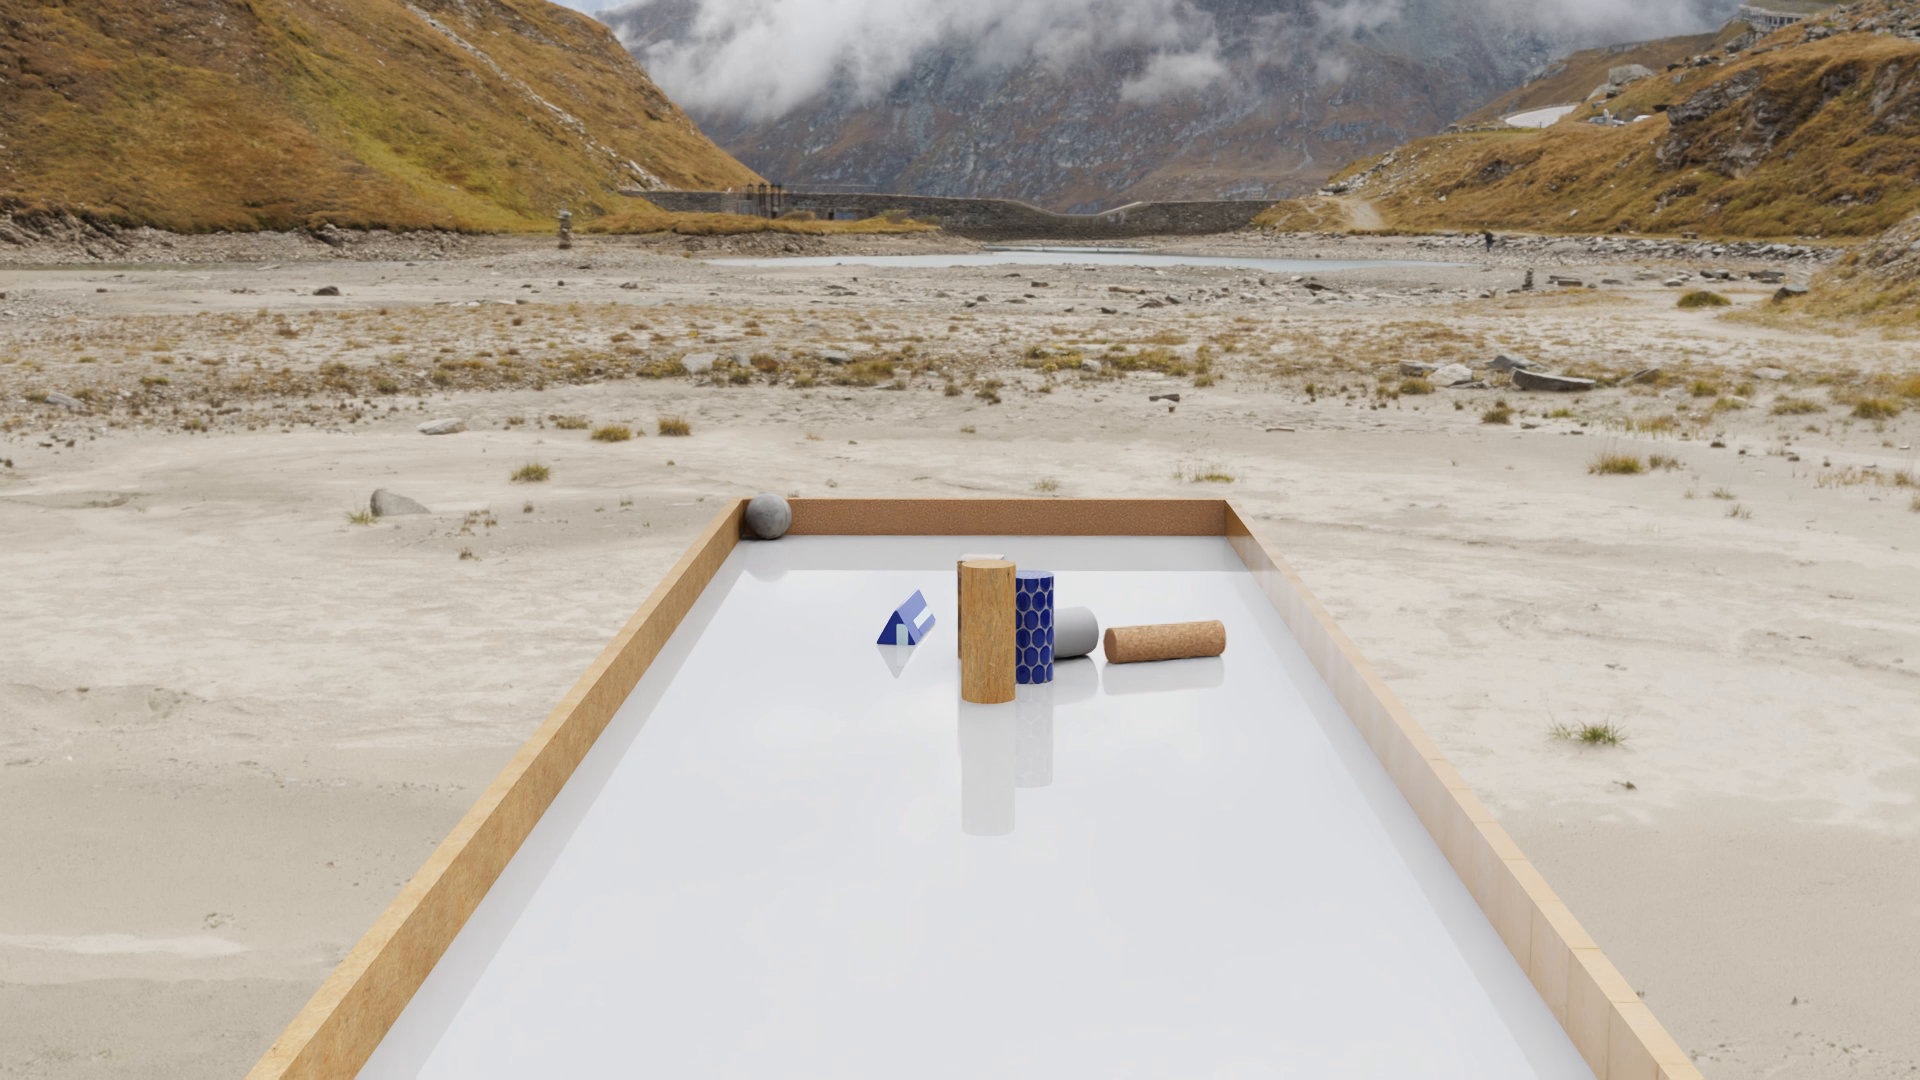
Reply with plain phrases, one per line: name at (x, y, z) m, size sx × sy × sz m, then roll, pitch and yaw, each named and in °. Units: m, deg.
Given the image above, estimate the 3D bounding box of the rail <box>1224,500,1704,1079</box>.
rail at (1.046, 0.843, 3.208) m, size 0.050 × 0.150 × 12.000 m, roll 0°, pitch 9°, yaw 1°

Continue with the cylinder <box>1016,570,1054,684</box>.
cylinder at (0.199, 0.253, 6.422) m, size 0.151 × 0.310 × 0.151 m, roll 0°, pitch 9°, yaw 0°

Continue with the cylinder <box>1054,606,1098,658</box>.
cylinder at (0.217, 0.296, 6.668) m, size 0.403 × 0.149 × 0.149 m, roll -6°, pitch 11°, yaw -35°

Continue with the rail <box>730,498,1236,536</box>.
rail at (0.099, -0.098, 9.147) m, size 2.100 × 0.150 × 0.050 m, roll 0°, pitch 9°, yaw 1°

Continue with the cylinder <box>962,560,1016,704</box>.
cylinder at (0.080, 0.256, 6.175) m, size 0.152 × 0.383 × 0.152 m, roll 0°, pitch 9°, yaw 0°

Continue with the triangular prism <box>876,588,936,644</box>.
triangular prism at (-0.172, 0.244, 7.107) m, size 0.124 × 0.107 × 0.388 m, roll 1°, pitch 9°, yaw 9°

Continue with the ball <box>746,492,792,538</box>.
ball at (-0.787, -0.099, 9.036) m, size 0.188 × 0.188 × 0.188 m, roll 0°, pitch 9°, yaw 0°

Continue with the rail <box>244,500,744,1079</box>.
rail at (-1.004, 0.839, 3.234) m, size 0.050 × 0.150 × 12.000 m, roll 0°, pitch 9°, yaw 1°

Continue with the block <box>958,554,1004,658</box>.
block at (0.065, 0.204, 6.749) m, size 0.127 × 0.304 × 0.127 m, roll 1°, pitch 10°, yaw 8°

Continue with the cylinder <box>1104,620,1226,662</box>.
cylinder at (0.626, 0.308, 6.721) m, size 0.364 × 0.107 × 0.107 m, roll -3°, pitch 10°, yaw -20°
